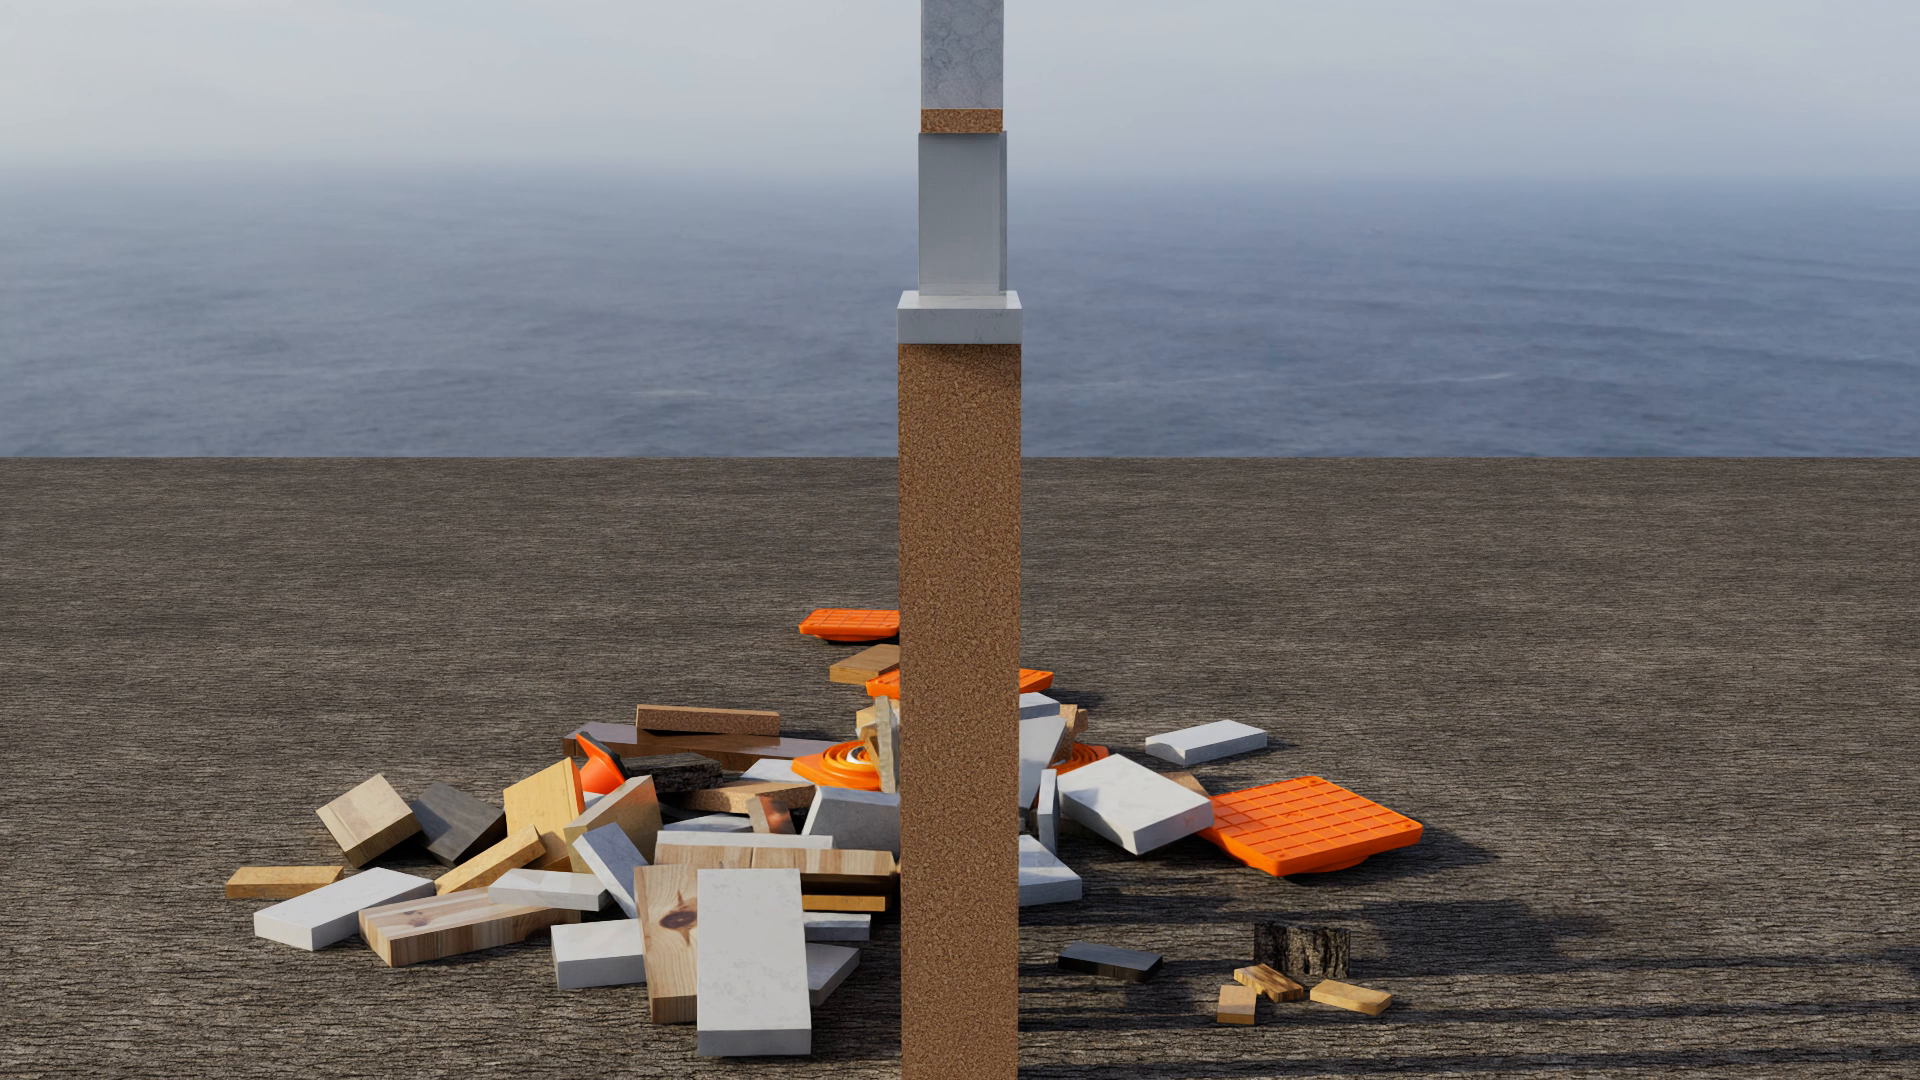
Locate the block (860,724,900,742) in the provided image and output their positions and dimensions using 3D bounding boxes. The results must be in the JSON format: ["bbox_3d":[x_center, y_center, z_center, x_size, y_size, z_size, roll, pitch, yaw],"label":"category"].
[{"bbox_3d":[-0.086,0.389,4.228,0.192,0.027,0.096,13,8,24],"label":"block"}]

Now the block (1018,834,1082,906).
[{"bbox_3d":[0.103,0.560,3.735,0.124,0.035,0.247,-4,11,-18],"label":"block"}]

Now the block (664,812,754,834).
[{"bbox_3d":[-0.434,0.516,3.898,0.192,0.027,0.096,-8,13,-36],"label":"block"}]

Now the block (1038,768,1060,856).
[{"bbox_3d":[0.158,0.487,3.900,0.026,0.091,0.183,-4,19,6],"label":"block"}]

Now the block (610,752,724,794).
[{"bbox_3d":[-0.558,0.441,4.164,0.161,0.046,0.322,-3,-1,-16],"label":"block"}]

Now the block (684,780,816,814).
[{"bbox_3d":[-0.384,0.467,4.000,0.126,0.036,0.253,-4,-1,-37],"label":"block"}]

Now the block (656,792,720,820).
[{"bbox_3d":[-0.459,0.511,4.049,0.062,0.017,0.324,-10,14,-42],"label":"block"}]

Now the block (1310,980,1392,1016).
[{"bbox_3d":[0.571,0.668,3.211,0.104,0.015,0.052,7,13,34],"label":"block"}]

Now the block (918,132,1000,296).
[{"bbox_3d":[-0.002,-0.435,2.934,0.107,0.214,0.030,0,11,0],"label":"block"}]

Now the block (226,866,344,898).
[{"bbox_3d":[-1.131,0.574,3.689,0.173,0.024,0.086,0,11,-2],"label":"block"}]

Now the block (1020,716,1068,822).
[{"bbox_3d":[0.105,0.415,4.136,0.126,0.036,0.253,15,41,11],"label":"block"}]

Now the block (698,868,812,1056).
[{"bbox_3d":[-0.301,0.603,3.176,0.154,0.044,0.394,1,25,-7],"label":"block"}]

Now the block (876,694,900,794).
[{"bbox_3d":[-0.124,0.399,3.976,0.024,0.086,0.278,-15,34,5],"label":"block"}]

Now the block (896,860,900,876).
[{"bbox_3d":[-0.056,0.534,3.636,0.084,0.024,0.167,-52,16,-27],"label":"block"}]

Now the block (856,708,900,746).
[{"bbox_3d":[-0.095,0.350,4.441,0.145,0.041,0.290,-25,-2,-25],"label":"block"}]

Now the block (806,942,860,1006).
[{"bbox_3d":[-0.220,0.648,3.289,0.086,0.024,0.173,3,11,17],"label":"block"}]

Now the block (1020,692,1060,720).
[{"bbox_3d":[0.074,0.260,3.387,0.142,0.020,0.071,-6,12,-27],"label":"block"}]

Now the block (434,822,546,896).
[{"bbox_3d":[-0.778,0.540,3.639,0.185,0.026,0.093,-30,17,-9],"label":"block"}]

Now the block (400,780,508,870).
[{"bbox_3d":[-0.898,0.504,3.868,0.247,0.035,0.123,12,49,48],"label":"block"}]

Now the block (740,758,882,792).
[{"bbox_3d":[-0.280,0.465,4.242,0.259,0.037,0.130,2,11,13],"label":"block"}]

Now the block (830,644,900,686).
[{"bbox_3d":[-0.190,0.293,5.169,0.126,0.036,0.253,5,12,25],"label":"block"}]

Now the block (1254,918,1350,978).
[{"bbox_3d":[0.517,0.618,3.325,0.142,0.071,0.020,4,11,19],"label":"block"}]

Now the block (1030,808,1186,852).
[{"bbox_3d":[0.267,0.517,3.989,0.274,0.027,0.096,7,13,34],"label":"block"}]

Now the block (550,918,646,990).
[{"bbox_3d":[-0.464,0.624,3.364,0.309,0.044,0.154,-3,11,-14],"label":"block"}]

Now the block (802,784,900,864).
[{"bbox_3d":[-0.136,0.486,3.715,0.247,0.124,0.035,9,29,-20],"label":"block"}]

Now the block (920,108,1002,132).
[{"bbox_3d":[0.001,-0.570,2.983,0.107,0.030,0.214,0,11,-1],"label":"block"}]

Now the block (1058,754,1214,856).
[{"bbox_3d":[0.299,0.471,3.947,0.161,0.046,0.322,-18,17,-23],"label":"block"}]

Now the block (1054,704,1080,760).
[{"bbox_3d":[0.108,0.371,4.276,0.232,0.033,0.116,0,41,13],"label":"block"}]

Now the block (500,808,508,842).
[{"bbox_3d":[-0.718,0.518,3.783,0.247,0.035,0.123,10,49,43],"label":"block"}]

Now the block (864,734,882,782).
[{"bbox_3d":[-0.104,0.439,4.097,0.088,0.025,0.175,-7,57,-34],"label":"block"}]

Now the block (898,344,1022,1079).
[{"bbox_3d":[0.000,0.234,2.873,0.155,0.991,0.044,0,10,0],"label":"block"}]

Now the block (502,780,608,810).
[{"bbox_3d":[-0.700,0.500,3.878,0.247,0.035,0.123,5,48,27],"label":"block"}]

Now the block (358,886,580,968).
[{"bbox_3d":[-0.776,0.602,3.486,0.309,0.044,0.154,-7,12,-32],"label":"block"}]

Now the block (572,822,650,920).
[{"bbox_3d":[-0.531,0.540,3.524,0.185,0.026,0.093,49,24,14],"label":"block"}]

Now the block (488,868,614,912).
[{"bbox_3d":[-0.650,0.559,3.522,0.185,0.026,0.093,2,11,12],"label":"block"}]

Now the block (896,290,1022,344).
[{"bbox_3d":[0.000,-0.294,2.880,0.155,0.044,0.311,0,11,0],"label":"block"}]

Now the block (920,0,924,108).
[{"bbox_3d":[-0.001,-0.706,3.046,0.106,0.212,0.030,0,12,0],"label":"block"}]

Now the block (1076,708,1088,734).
[{"bbox_3d":[0.097,0.370,4.446,0.290,0.041,0.145,0,7,35],"label":"block"}]

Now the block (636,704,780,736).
[{"bbox_3d":[-0.525,0.374,4.571,0.290,0.041,0.145,4,-2,-9],"label":"block"}]

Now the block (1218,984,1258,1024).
[{"bbox_3d":[0.402,0.672,3.184,0.052,0.015,0.104,2,11,10],"label":"block"}]

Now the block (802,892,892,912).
[{"bbox_3d":[-0.280,0.584,3.560,0.332,0.022,0.079,0,-6,7],"label":"block"}]

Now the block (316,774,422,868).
[{"bbox_3d":[-1.055,0.498,3.919,0.131,0.037,0.261,-31,22,-19],"label":"block"}]

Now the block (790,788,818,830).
[{"bbox_3d":[-0.262,0.499,4.027,0.091,0.026,0.183,-19,22,-34],"label":"block"}]

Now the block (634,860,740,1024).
[{"bbox_3d":[-0.393,0.595,3.286,0.161,0.046,0.338,-2,25,-12],"label":"block"}]

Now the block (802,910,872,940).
[{"bbox_3d":[-0.221,0.611,3.493,0.158,0.022,0.079,0,11,1],"label":"block"}]

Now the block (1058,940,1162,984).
[{"bbox_3d":[0.229,0.641,3.341,0.142,0.020,0.071,5,12,25],"label":"block"}]

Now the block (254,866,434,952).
[{"bbox_3d":[-0.991,0.593,3.551,0.130,0.037,0.261,6,12,31],"label":"block"}]

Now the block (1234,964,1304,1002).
[{"bbox_3d":[0.458,0.658,3.264,0.052,0.015,0.104,-5,12,-26],"label":"block"}]

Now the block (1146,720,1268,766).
[{"bbox_3d":[0.507,0.416,4.518,0.232,0.033,0.116,-8,13,-37],"label":"block"}]

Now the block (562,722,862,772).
[{"bbox_3d":[-0.502,0.425,4.456,0.600,0.037,0.130,3,11,16],"label":"block"}]

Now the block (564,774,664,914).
[{"bbox_3d":[-0.575,0.508,3.700,0.041,0.145,0.290,-9,8,15],"label":"block"}]

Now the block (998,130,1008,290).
[{"bbox_3d":[0.011,-0.375,3.076,0.107,0.388,0.030,0,6,-2],"label":"block"}]

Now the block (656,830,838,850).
[{"bbox_3d":[-0.347,0.531,3.656,0.290,0.041,0.145,1,-27,5],"label":"block"}]

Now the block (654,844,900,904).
[{"bbox_3d":[-0.296,0.544,3.584,0.381,0.041,0.145,1,-27,5],"label":"block"}]

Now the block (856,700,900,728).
[{"bbox_3d":[-0.077,0.387,4.659,0.259,0.037,0.130,7,13,35],"label":"block"}]

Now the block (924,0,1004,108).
[{"bbox_3d":[0.004,-0.679,2.913,0.106,0.212,0.030,0,11,-1],"label":"block"}]

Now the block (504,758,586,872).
[{"bbox_3d":[-0.703,0.486,3.747,0.131,0.037,0.261,-26,33,1],"label":"block"}]

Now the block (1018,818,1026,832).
[{"bbox_3d":[0.049,0.514,3.906,0.079,0.022,0.157,-6,-3,24],"label":"block"}]

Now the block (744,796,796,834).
[{"bbox_3d":[-0.320,0.492,3.782,0.026,0.091,0.183,-20,-13,6],"label":"block"}]

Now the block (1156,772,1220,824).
[{"bbox_3d":[0.403,0.487,4.136,0.116,0.033,0.232,-2,11,-8],"label":"block"}]
